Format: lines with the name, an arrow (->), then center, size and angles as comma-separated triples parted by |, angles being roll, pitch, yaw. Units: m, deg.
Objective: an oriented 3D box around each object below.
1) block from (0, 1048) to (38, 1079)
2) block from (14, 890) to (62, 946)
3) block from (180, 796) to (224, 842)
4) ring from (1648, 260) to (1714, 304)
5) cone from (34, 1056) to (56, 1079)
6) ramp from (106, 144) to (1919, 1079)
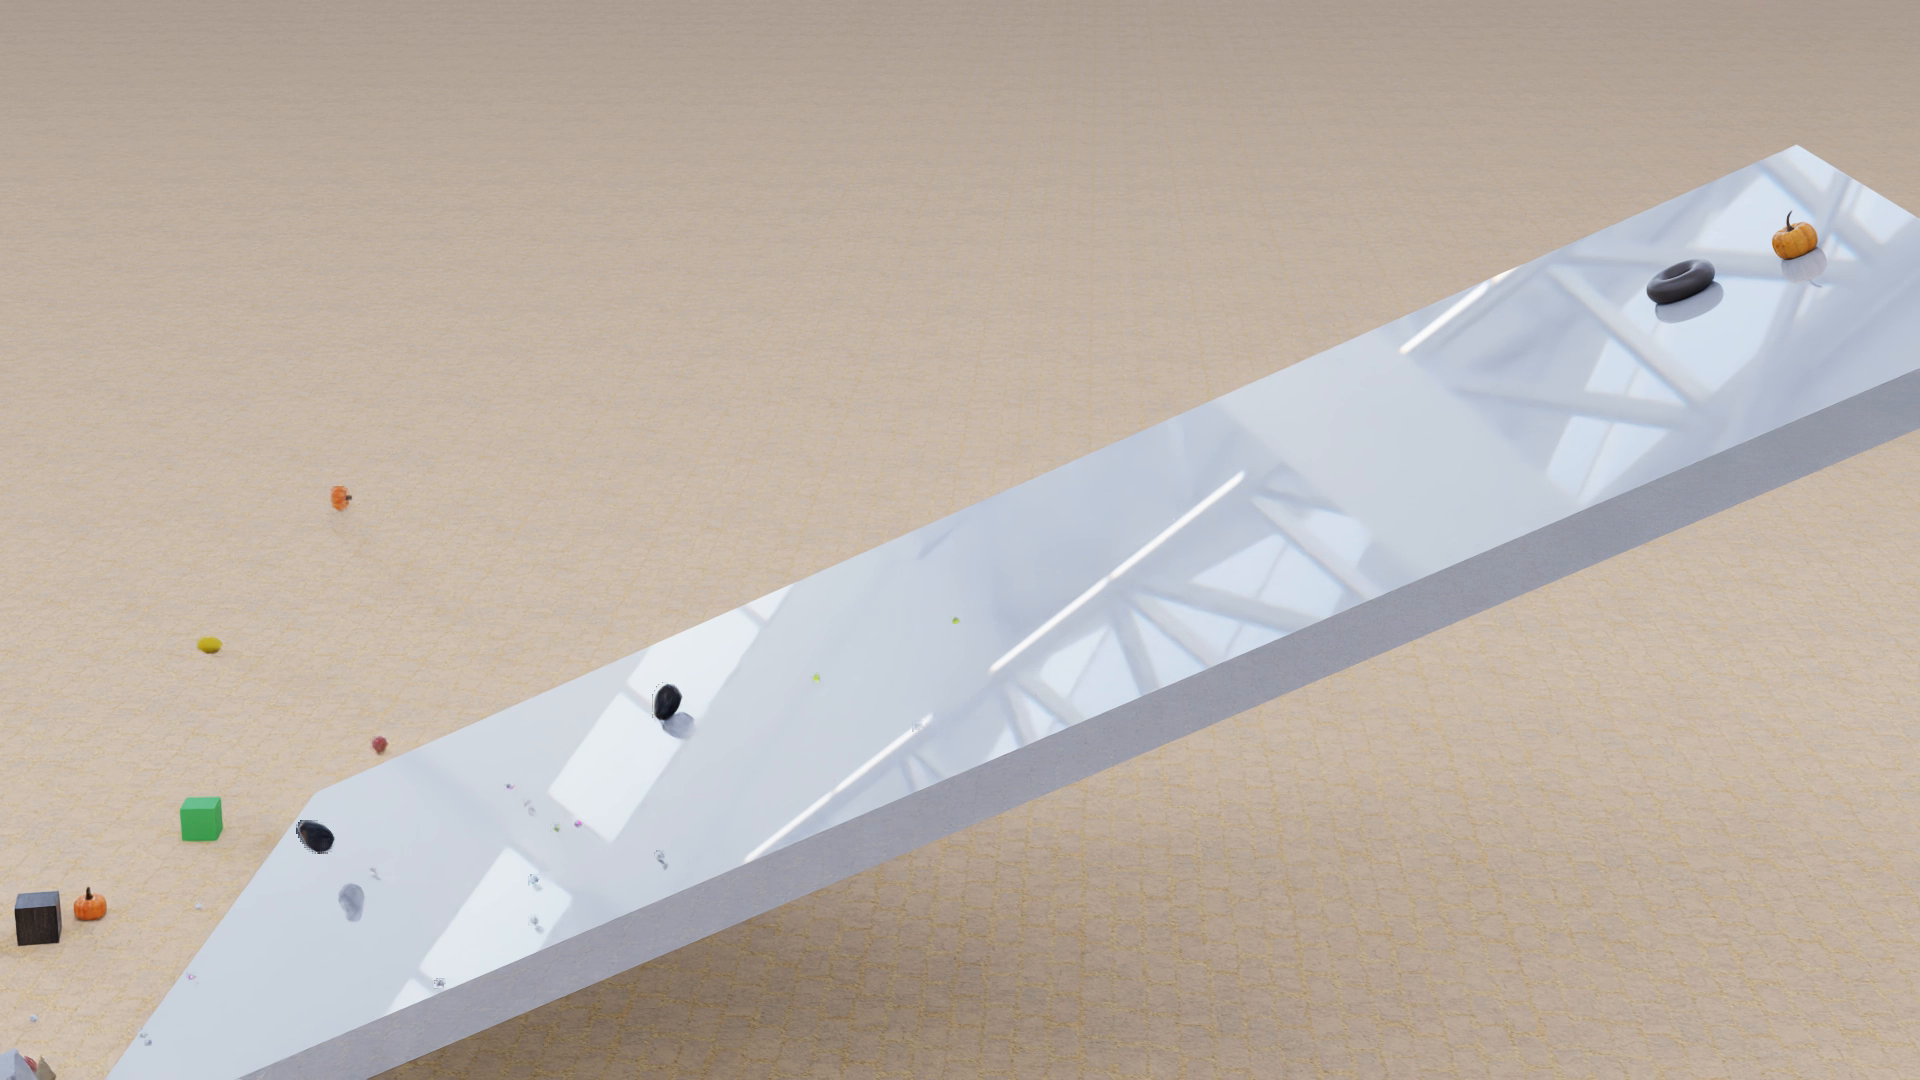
block -> -1.936, 1.108, 5.962 | 0.092, 0.092, 0.092 | -24, 31, -1
block -> -2.149, 0.882, 6.859 | 0.093, 0.093, 0.093 | -3, 16, -12
block -> -1.931, 0.710, 7.490 | 0.087, 0.087, 0.087 | -1, 16, -3
ring -> 1.509, -0.542, 6.161 | 0.148, 0.049, 0.148 | -25, 14, 7
cone -> -1.918, 1.101, 6.147 | 0.052, 0.052, 0.052 | 0, 16, 0
ramp -> 0.134, 0.169, 6.283 | 4.000, 0.100, 2.000 | -24, 13, 9
